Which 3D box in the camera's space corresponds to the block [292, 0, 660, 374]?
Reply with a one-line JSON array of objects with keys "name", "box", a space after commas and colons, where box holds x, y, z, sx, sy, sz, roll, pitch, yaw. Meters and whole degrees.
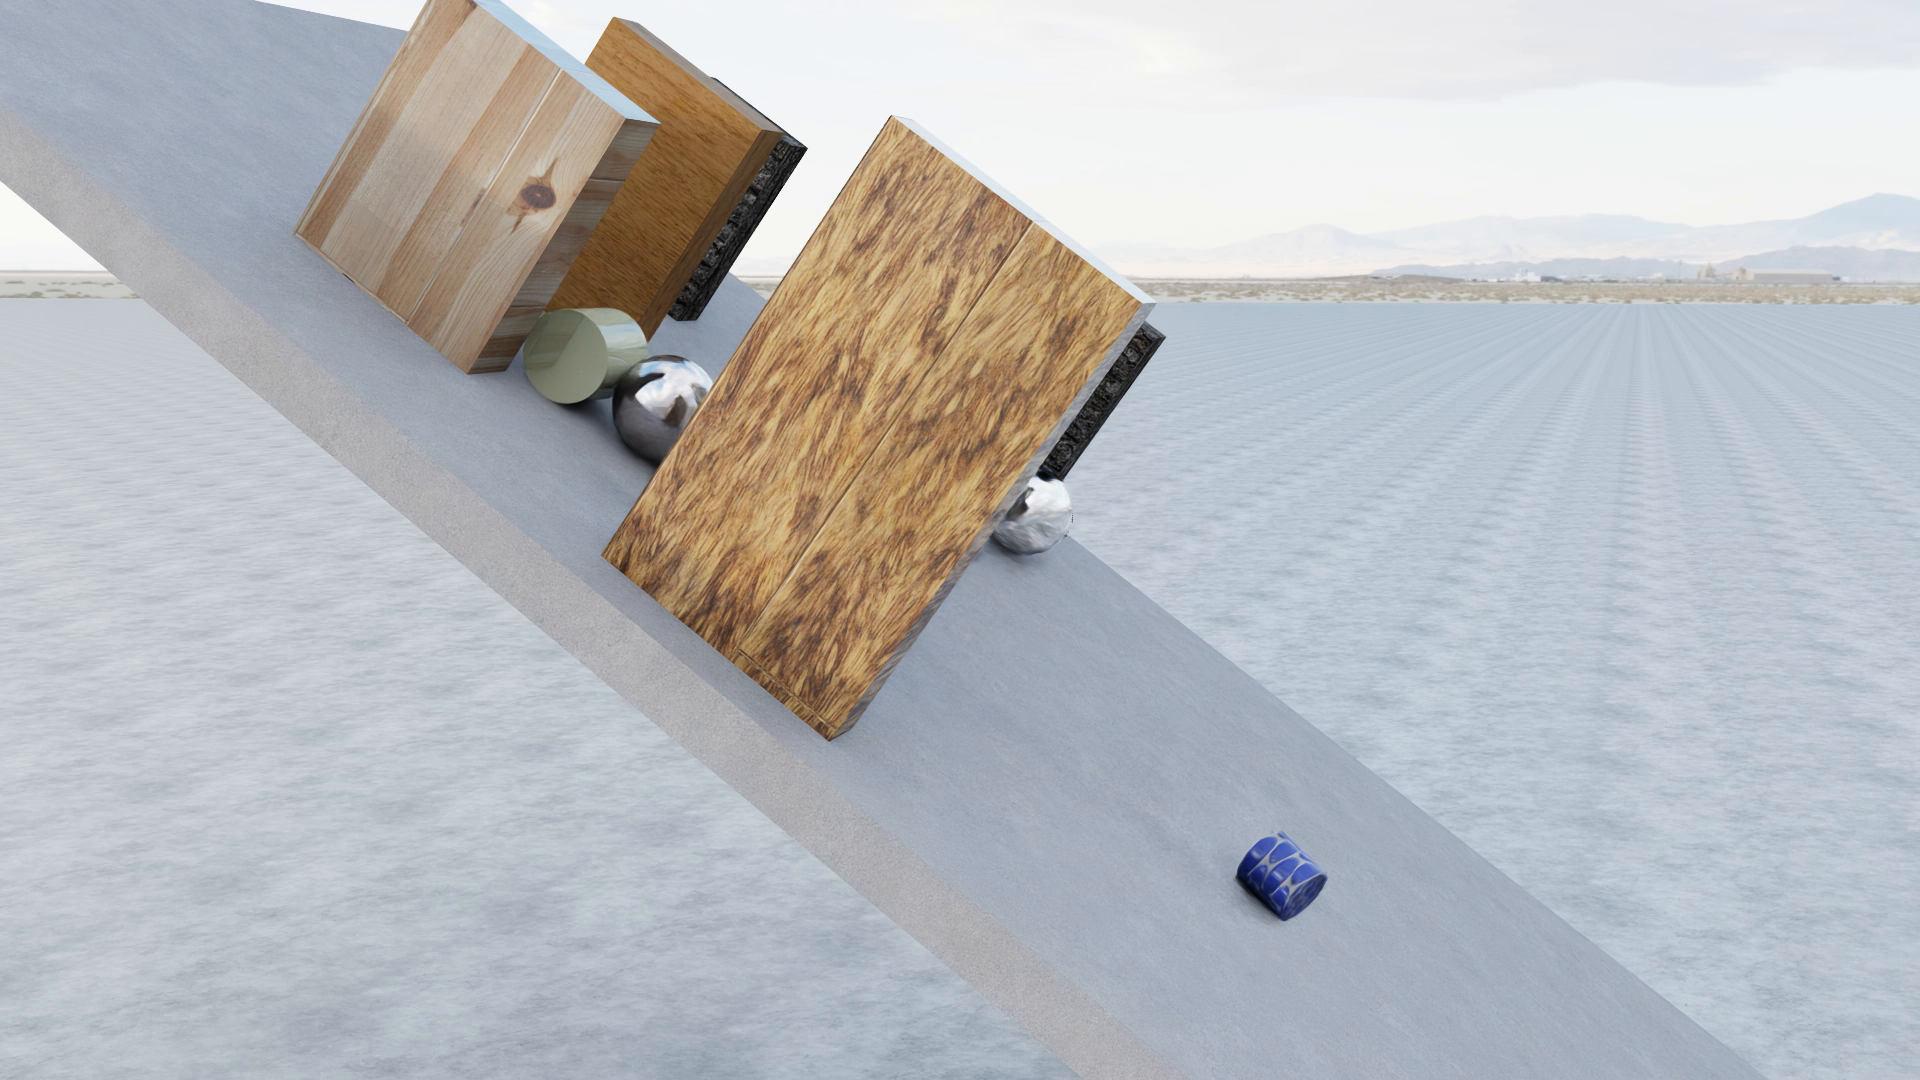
[{"name": "block", "box": [-0.795, -0.591, 3.600, 0.393, 0.498, 0.129, 38, 16, 10]}]

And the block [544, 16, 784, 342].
[{"name": "block", "box": [-0.621, -0.643, 4.075, 0.355, 0.521, 0.106, 38, 16, 10]}]

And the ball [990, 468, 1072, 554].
[{"name": "ball", "box": [0.141, -0.060, 4.590, 0.183, 0.183, 0.183, 0, 7, 0]}]

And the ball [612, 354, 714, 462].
[{"name": "ball", "box": [-0.499, -0.224, 3.731, 0.182, 0.182, 0.182, 0, 7, 0]}]

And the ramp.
[{"name": "ramp", "box": [-0.075, 0.141, 4.075, 4.000, 0.100, 2.000, 38, 16, 10]}]

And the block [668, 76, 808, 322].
[{"name": "block", "box": [-0.548, -0.709, 4.573, 0.254, 0.438, 0.103, 38, 16, 10]}]

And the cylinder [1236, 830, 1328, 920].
[{"name": "cylinder", "box": [0.546, 0.569, 3.731, 0.107, 0.107, 0.107, -8, 43, -48]}]

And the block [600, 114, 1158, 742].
[{"name": "block", "box": [-0.129, -0.155, 3.178, 0.445, 0.784, 0.099, 38, 16, 10]}]

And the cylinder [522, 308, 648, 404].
[{"name": "cylinder", "box": [-0.639, -0.317, 3.759, 0.158, 0.158, 0.158, 2, 7, 17]}]

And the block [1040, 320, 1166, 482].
[{"name": "block", "box": [0.175, -0.299, 4.720, 0.262, 0.526, 0.114, 38, 16, 10]}]
